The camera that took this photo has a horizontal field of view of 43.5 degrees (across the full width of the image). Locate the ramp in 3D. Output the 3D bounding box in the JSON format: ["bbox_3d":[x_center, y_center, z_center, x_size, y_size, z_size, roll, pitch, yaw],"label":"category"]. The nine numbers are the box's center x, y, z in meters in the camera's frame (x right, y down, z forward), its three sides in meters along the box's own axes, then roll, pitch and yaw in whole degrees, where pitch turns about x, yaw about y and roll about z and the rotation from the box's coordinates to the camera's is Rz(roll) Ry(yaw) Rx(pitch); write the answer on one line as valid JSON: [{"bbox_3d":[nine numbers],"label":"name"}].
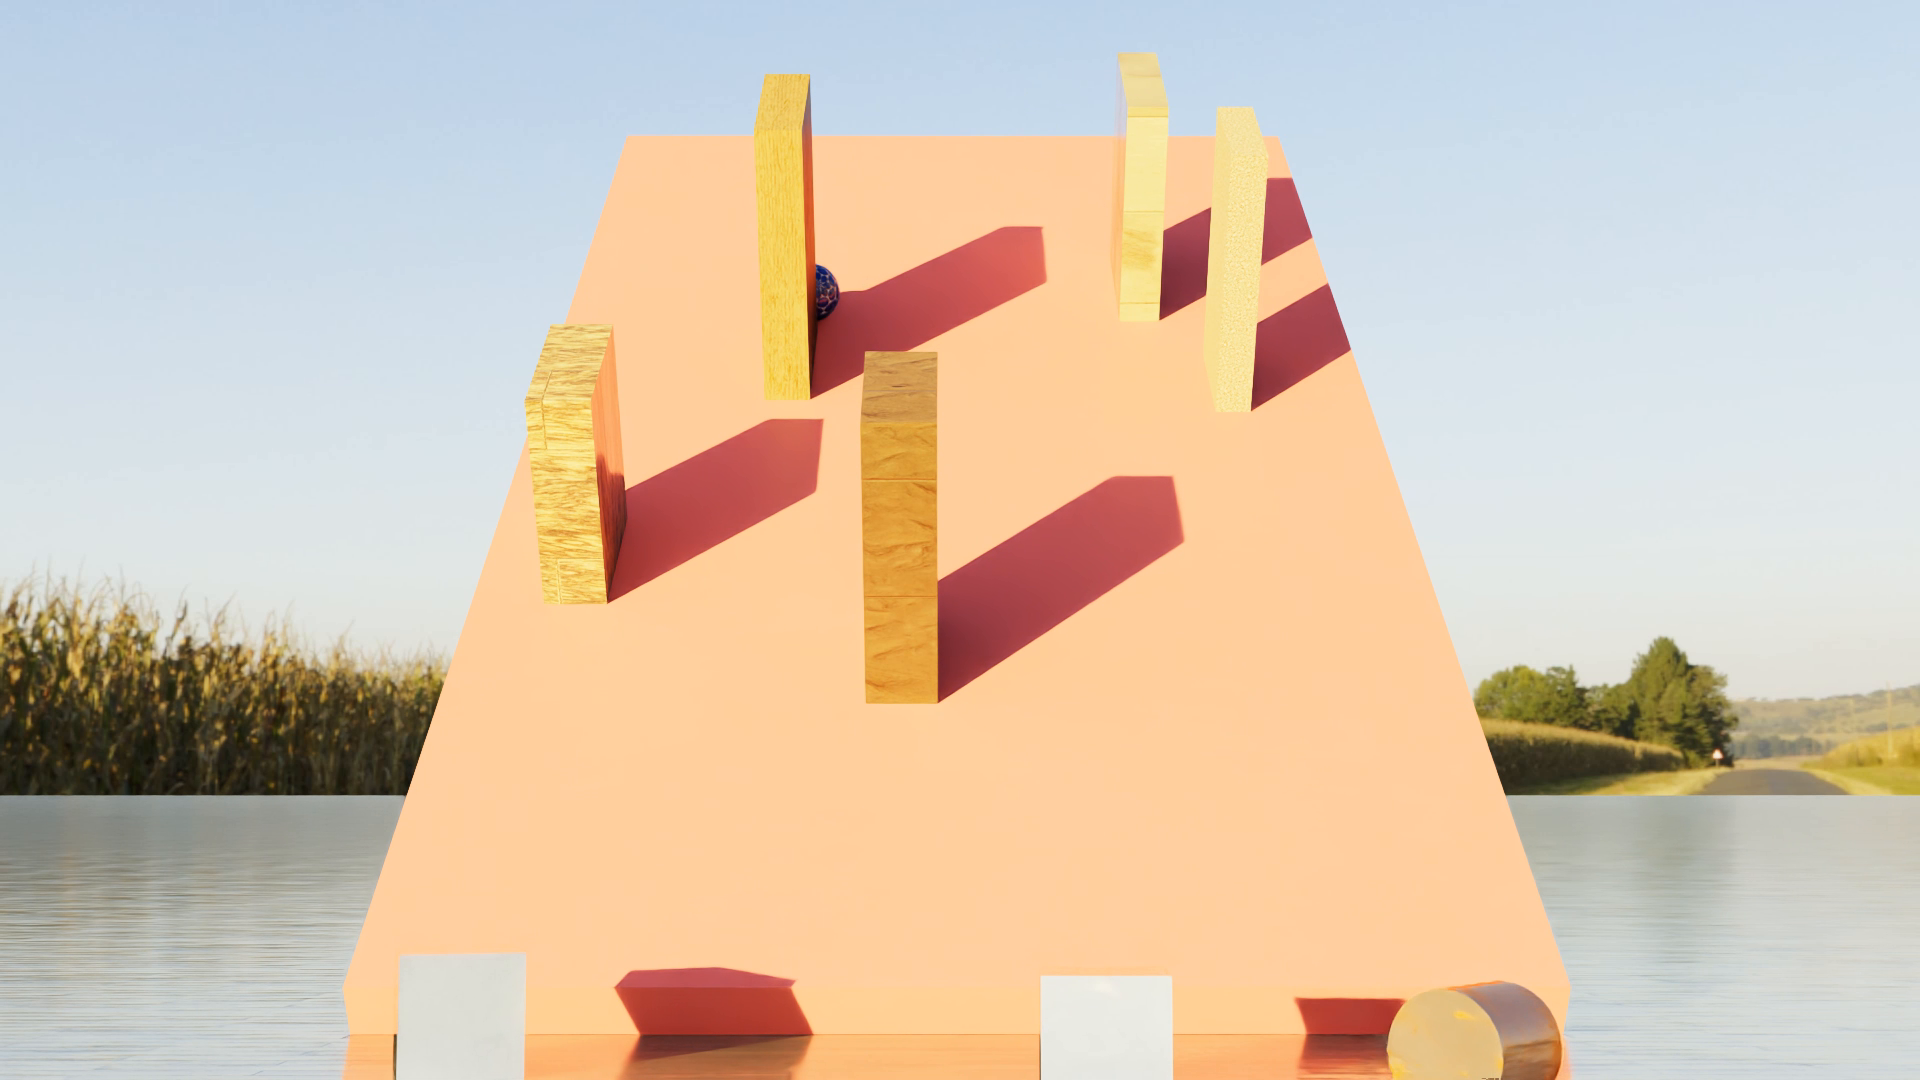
[{"bbox_3d":[-0.013,-0.213,5.687,2.000,0.100,4.000,0,30,0],"label":"ramp"}]

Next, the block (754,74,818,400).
[{"bbox_3d":[-0.416,-0.730,5.805,0.108,0.681,0.394,0,30,0],"label":"block"}]

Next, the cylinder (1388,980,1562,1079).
[{"bbox_3d":[0.644,0.637,3.013,0.158,0.158,0.158,-5,-8,39],"label":"cylinder"}]

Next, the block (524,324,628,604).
[{"bbox_3d":[-0.794,-0.160,5.014,0.130,0.467,0.366,0,30,0],"label":"block"}]

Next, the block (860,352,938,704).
[{"bbox_3d":[-0.113,-0.022,4.632,0.139,0.607,0.303,0,30,0],"label":"block"}]

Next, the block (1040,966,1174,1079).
[{"bbox_3d":[0.188,0.645,3.132,0.167,0.167,0.167,0,-6,1],"label":"block"}]

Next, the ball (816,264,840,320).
[{"bbox_3d":[-0.383,-0.634,6.173,0.151,0.151,0.151,0,-6,0],"label":"ball"}]

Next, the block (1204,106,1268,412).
[{"bbox_3d":[0.653,-0.667,5.736,0.083,0.646,0.326,0,30,0],"label":"block"}]

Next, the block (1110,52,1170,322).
[{"bbox_3d":[0.461,-0.918,6.250,0.102,0.576,0.424,0,30,0],"label":"block"}]

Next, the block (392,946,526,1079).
[{"bbox_3d":[-0.715,0.672,3.434,0.174,0.174,0.174,2,-6,-15],"label":"block"}]
